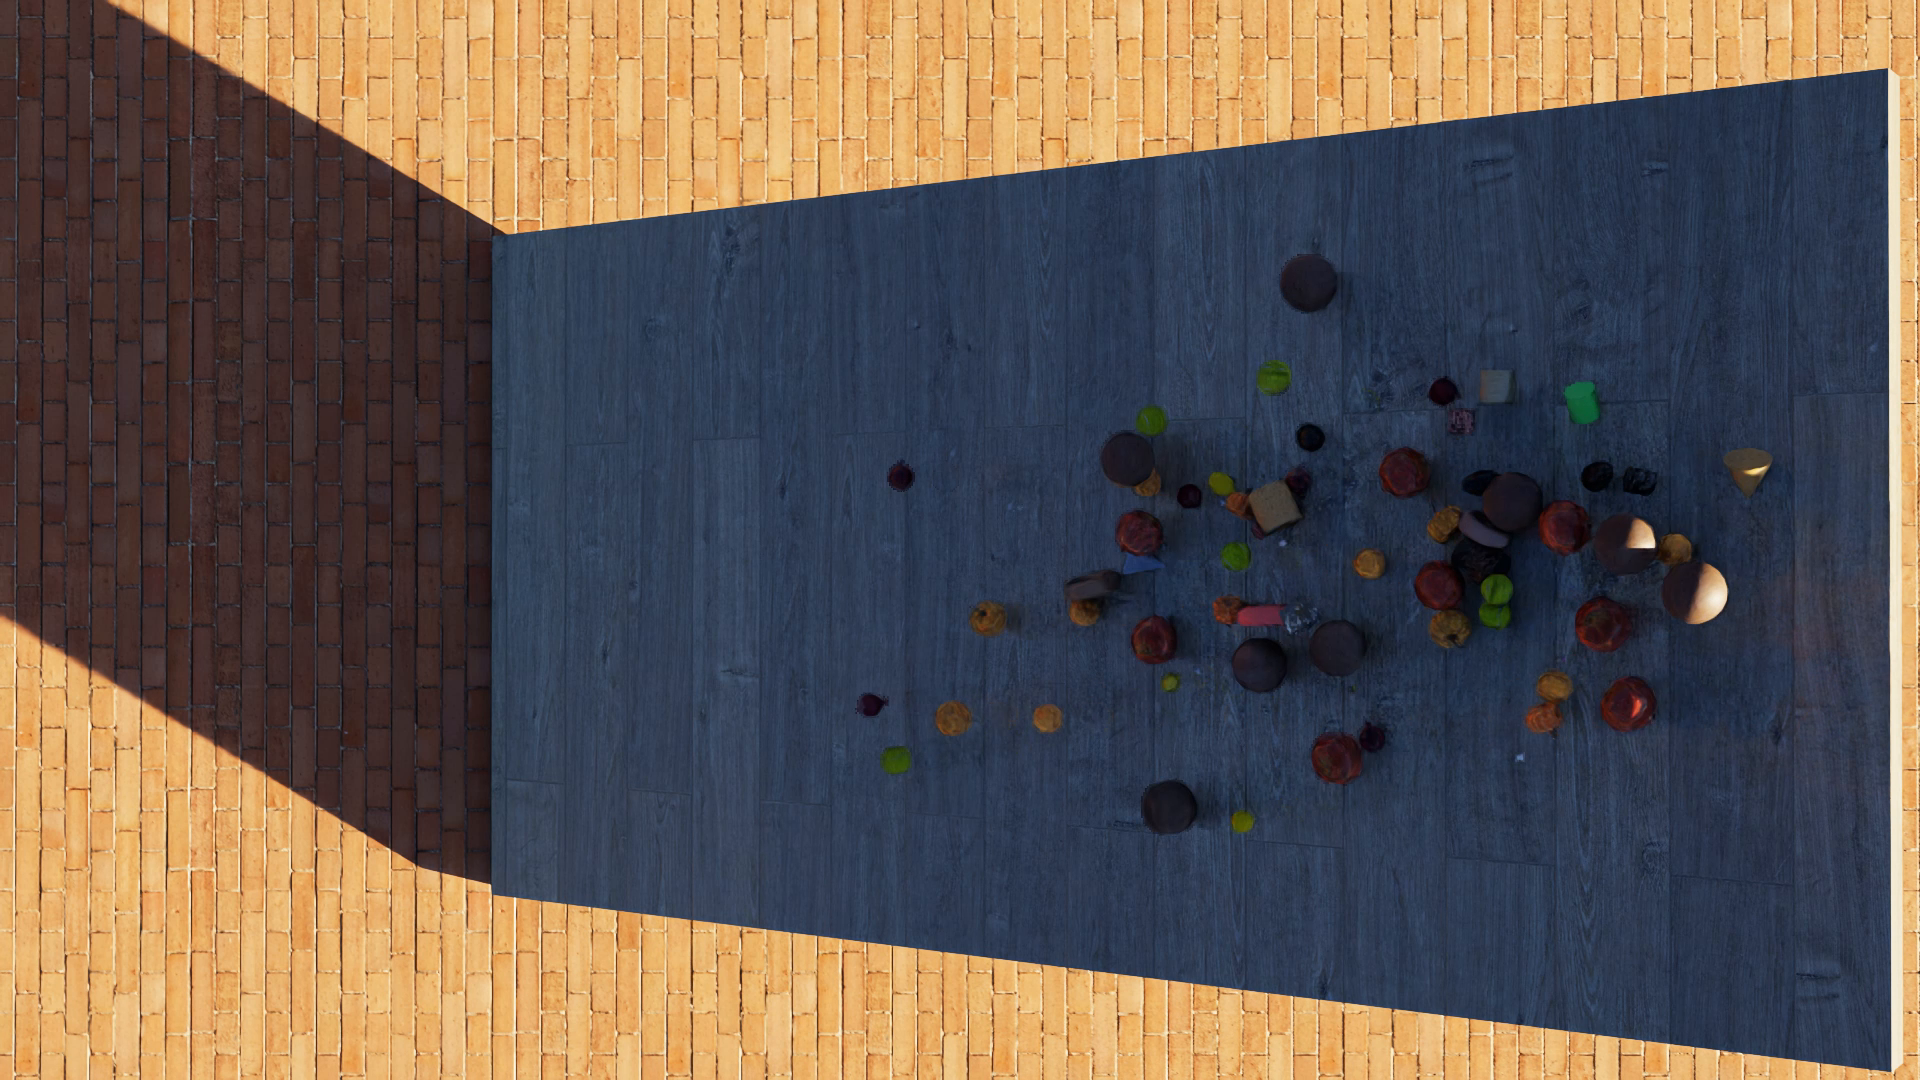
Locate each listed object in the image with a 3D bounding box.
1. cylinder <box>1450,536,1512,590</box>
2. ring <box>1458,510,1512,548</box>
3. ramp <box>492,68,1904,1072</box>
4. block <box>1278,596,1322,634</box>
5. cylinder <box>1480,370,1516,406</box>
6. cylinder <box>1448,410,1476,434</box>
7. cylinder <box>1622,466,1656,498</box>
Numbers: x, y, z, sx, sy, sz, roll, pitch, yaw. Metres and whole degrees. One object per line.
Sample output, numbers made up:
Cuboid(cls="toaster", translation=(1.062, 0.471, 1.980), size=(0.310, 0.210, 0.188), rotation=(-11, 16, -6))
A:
Cuboid(cls="cylinder", translation=(1.140, 0.046, 4.813), size=(0.091, 0.091, 0.091), rotation=(-46, 51, 0))
Cuboid(cls="ring", translation=(1.146, -0.024, 4.797), size=(0.122, 0.122, 0.041), rotation=(19, 115, 0))
Cuboid(cls="ramp", translation=(0.244, 0.067, 5.569), size=(4.000, 0.100, 2.000), rotation=(0, 89, 35))
Cuboid(cls="block", translation=(0.770, 0.171, 4.979), size=(0.058, 0.058, 0.058), rotation=(-42, 67, 36))
Cuboid(cls="cylinder", translation=(1.175, -0.333, 4.808), size=(0.074, 0.074, 0.074), rotation=(1, 95, 0))
Cuboid(cls="cylinder", translation=(1.108, -0.260, 4.857), size=(0.052, 0.052, 0.052), rotation=(3, 90, 7))
Cuboid(cls="cylinder", translation=(1.429, -0.122, 4.624), size=(0.054, 0.054, 0.054), rotation=(12, 90, 1))
